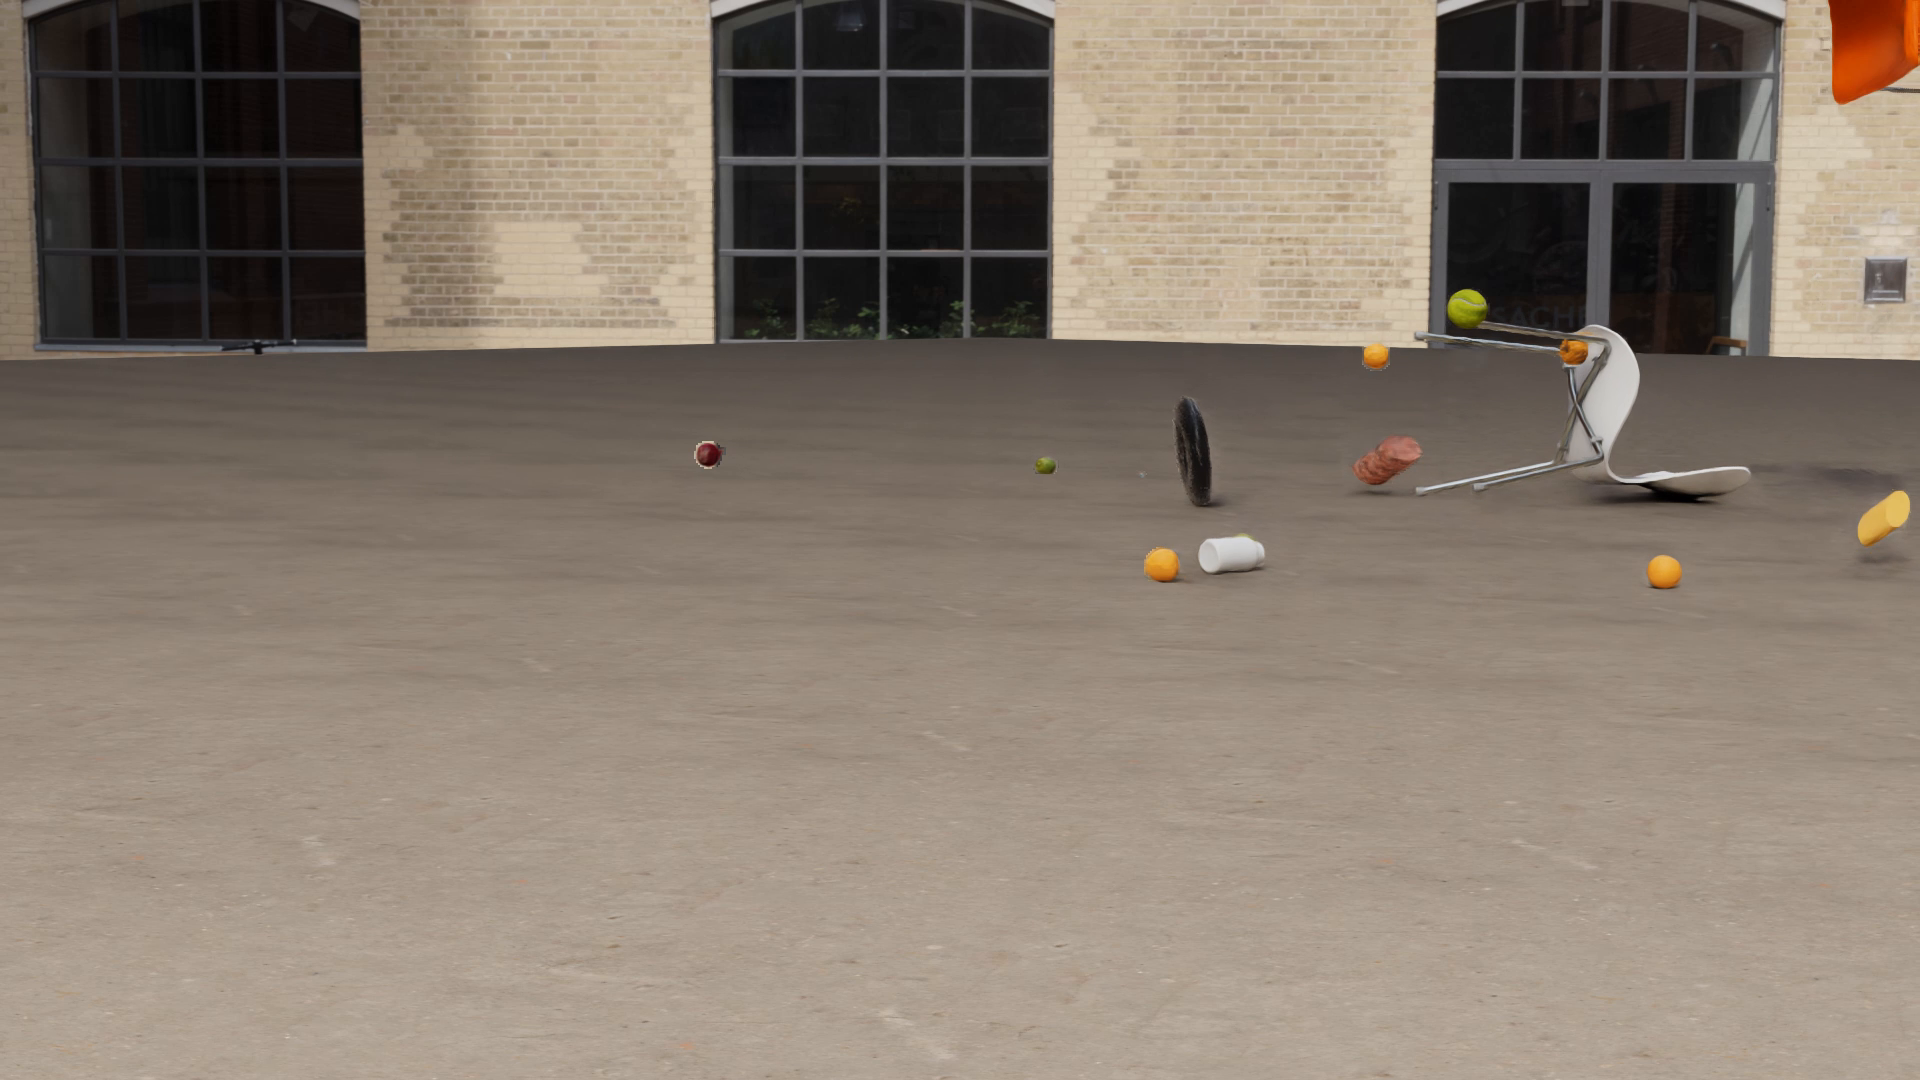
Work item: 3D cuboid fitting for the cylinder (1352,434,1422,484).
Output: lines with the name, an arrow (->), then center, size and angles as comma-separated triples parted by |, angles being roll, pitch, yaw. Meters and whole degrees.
cylinder -> 1.280, -0.241, 7.694 | 0.138, 0.088, 0.163 | 0, -25, -30

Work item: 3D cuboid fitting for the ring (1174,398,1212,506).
ring -> 0.670, -0.255, 7.380 | 0.066, 0.314, 0.389 | -9, -7, -1

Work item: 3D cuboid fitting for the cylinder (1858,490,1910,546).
cylinder -> 2.101, -0.049, 5.835 | 0.130, 0.058, 0.092 | -50, 0, -41
